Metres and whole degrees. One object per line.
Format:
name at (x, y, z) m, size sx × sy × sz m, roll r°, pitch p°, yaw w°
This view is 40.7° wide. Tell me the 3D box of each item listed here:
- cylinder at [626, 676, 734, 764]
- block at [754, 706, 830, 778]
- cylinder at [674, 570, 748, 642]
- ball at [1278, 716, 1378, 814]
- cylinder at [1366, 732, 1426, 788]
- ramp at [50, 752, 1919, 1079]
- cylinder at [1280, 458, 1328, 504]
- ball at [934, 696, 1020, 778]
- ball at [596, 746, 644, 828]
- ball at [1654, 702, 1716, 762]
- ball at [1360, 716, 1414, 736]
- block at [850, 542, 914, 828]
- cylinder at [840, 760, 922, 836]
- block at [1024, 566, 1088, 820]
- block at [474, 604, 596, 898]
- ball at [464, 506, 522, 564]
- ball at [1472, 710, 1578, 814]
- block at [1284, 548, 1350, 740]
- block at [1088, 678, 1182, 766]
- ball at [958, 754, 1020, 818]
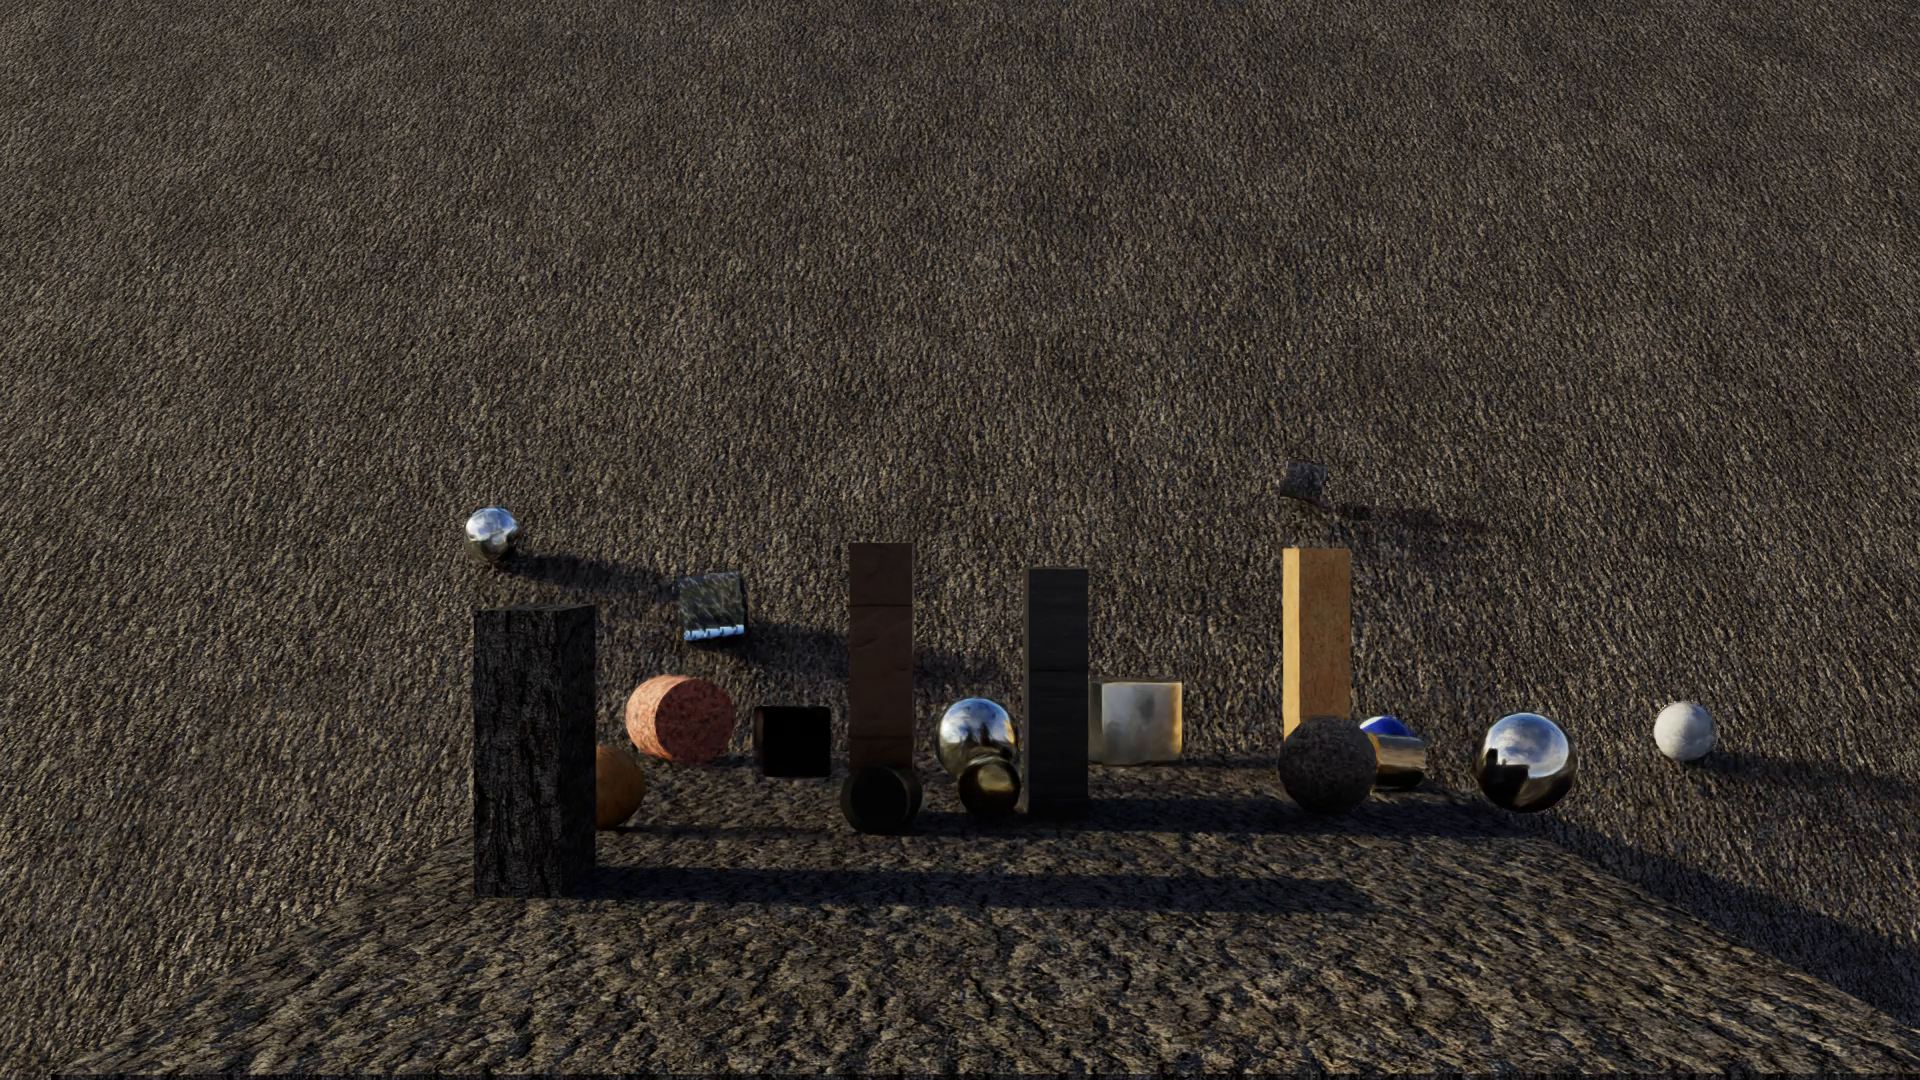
cylinder at (-0.690, 0.441, 6.369) m, size 0.207 × 0.207 × 0.207 m, roll -16°, pitch 7°, yaw -26°
block at (-0.390, 0.468, 6.024) m, size 0.153 × 0.153 × 0.153 m, roll 0°, pitch 0°, yaw -13°
cylinder at (-0.698, 0.185, 7.267) m, size 0.180 × 0.180 × 0.180 m, roll -7°, pitch 31°, yaw -11°
ball at (0.731, 0.447, 5.146) m, size 0.195 × 0.195 × 0.195 m, roll 0°, pitch 30°, yaw 0°
cylinder at (0.935, 0.480, 5.640) m, size 0.114 × 0.114 × 0.114 m, roll 8°, pitch 26°, yaw -22°
ramp at (0.067, 0.596, 4.652) m, size 2.000 × 0.100 × 4.000 m, roll 0°, pitch 0°, yaw 0°
cylinder at (1.055, -0.180, 7.935) m, size 0.118 × 0.118 × 0.118 m, roll 15°, pitch 32°, yaw 5°
ball at (0.036, 0.447, 5.822) m, size 0.194 × 0.194 × 0.194 m, roll 0°, pitch 30°, yaw 0°
ball at (-0.676, 0.468, 4.895) m, size 0.156 × 0.156 × 0.156 m, roll 0°, pitch 30°, yaw 0°
ball at (1.890, 0.501, 6.746) m, size 0.155 × 0.155 × 0.155 m, roll 0°, pitch 30°, yaw 0°
ball at (0.956, 0.471, 5.839) m, size 0.147 × 0.147 × 0.147 m, roll 0°, pitch 30°, yaw 0°
block at (-0.150, 0.275, 5.053) m, size 0.119 × 0.540 × 0.278 m, roll 0°, pitch 0°, yaw 0°
cylinder at (-0.147, 0.481, 4.839) m, size 0.128 × 0.128 × 0.128 m, roll 7°, pitch 1°, yaw 11°
block at (0.191, 0.301, 5.247) m, size 0.115 × 0.488 × 0.436 m, roll 0°, pitch 0°, yaw 0°
block at (-0.677, 0.327, 4.146) m, size 0.134 × 0.439 × 0.374 m, roll 0°, pitch 0°, yaw 0°
ball at (-1.379, -0.015, 7.631) m, size 0.169 × 0.169 × 0.169 m, roll 0°, pitch 30°, yaw 0°
ball at (1.142, 0.449, 5.231) m, size 0.207 × 0.207 × 0.207 m, roll 0°, pitch 30°, yaw 0°
block at (0.829, 0.282, 6.020) m, size 0.117 × 0.524 × 0.286 m, roll 0°, pitch 0°, yaw 0°
block at (0.417, 0.444, 6.344) m, size 0.200 × 0.200 × 0.200 m, roll 0°, pitch 0°, yaw -14°
ball at (0.057, 0.483, 5.071) m, size 0.124 × 0.124 × 0.124 m, roll 0°, pitch 30°, yaw 0°
